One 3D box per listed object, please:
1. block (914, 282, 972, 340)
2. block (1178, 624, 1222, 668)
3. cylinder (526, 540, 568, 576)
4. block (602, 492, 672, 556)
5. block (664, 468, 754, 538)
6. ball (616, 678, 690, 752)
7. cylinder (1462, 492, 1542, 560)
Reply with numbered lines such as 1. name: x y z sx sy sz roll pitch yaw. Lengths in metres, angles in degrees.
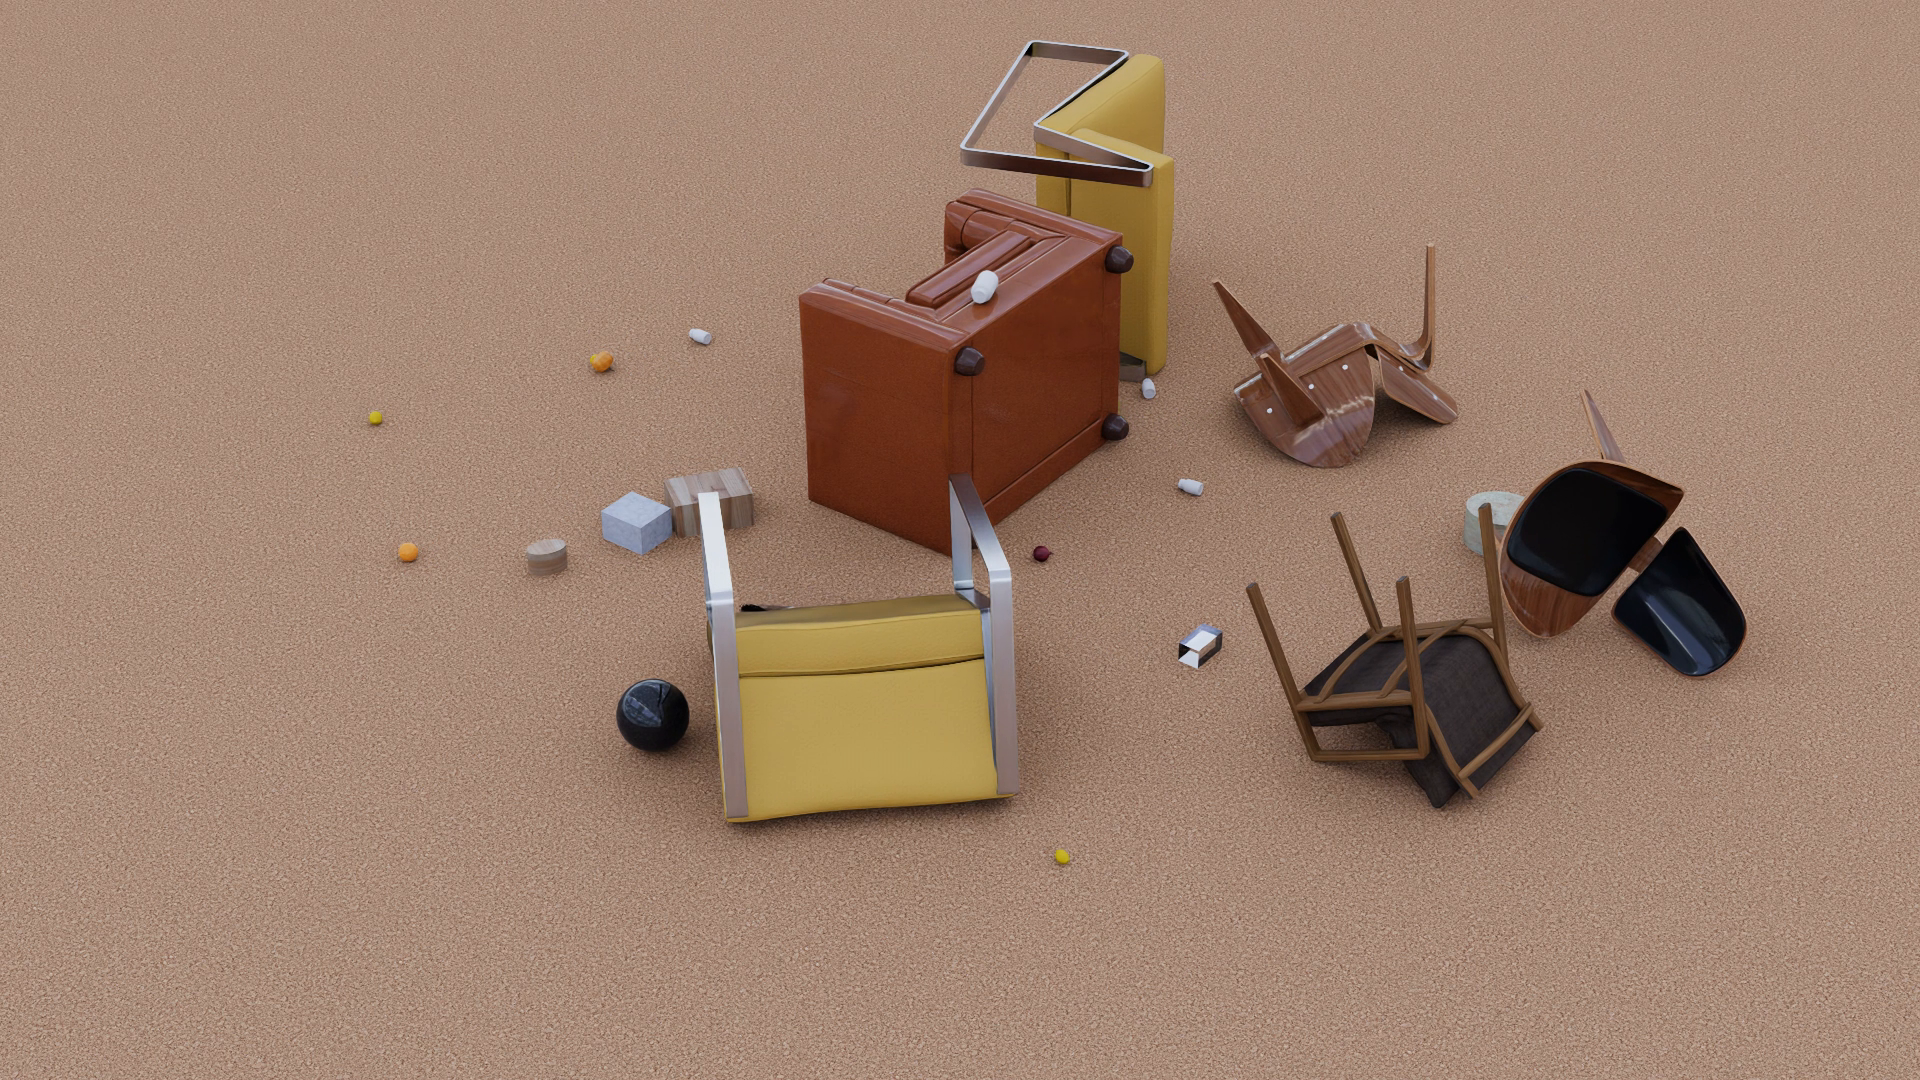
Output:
1. block: -0.071 -0.959 12.269 0.135 0.143 0.218 -24 40 -32
2. block: 0.846 0.372 10.311 0.082 0.075 0.152 23 40 31
3. cylinder: -1.515 0.064 10.761 0.147 0.094 0.092 -13 36 -19
4. block: -1.204 -0.063 10.929 0.195 0.121 0.170 22 39 30
5. block: -0.944 -0.141 11.030 0.298 0.141 0.195 -10 35 -15
6. ball: -1.029 0.587 9.828 0.248 0.248 0.248 0 33 0
7. cylinder: 2.012 -0.054 10.890 0.276 0.150 0.230 11 35 17
